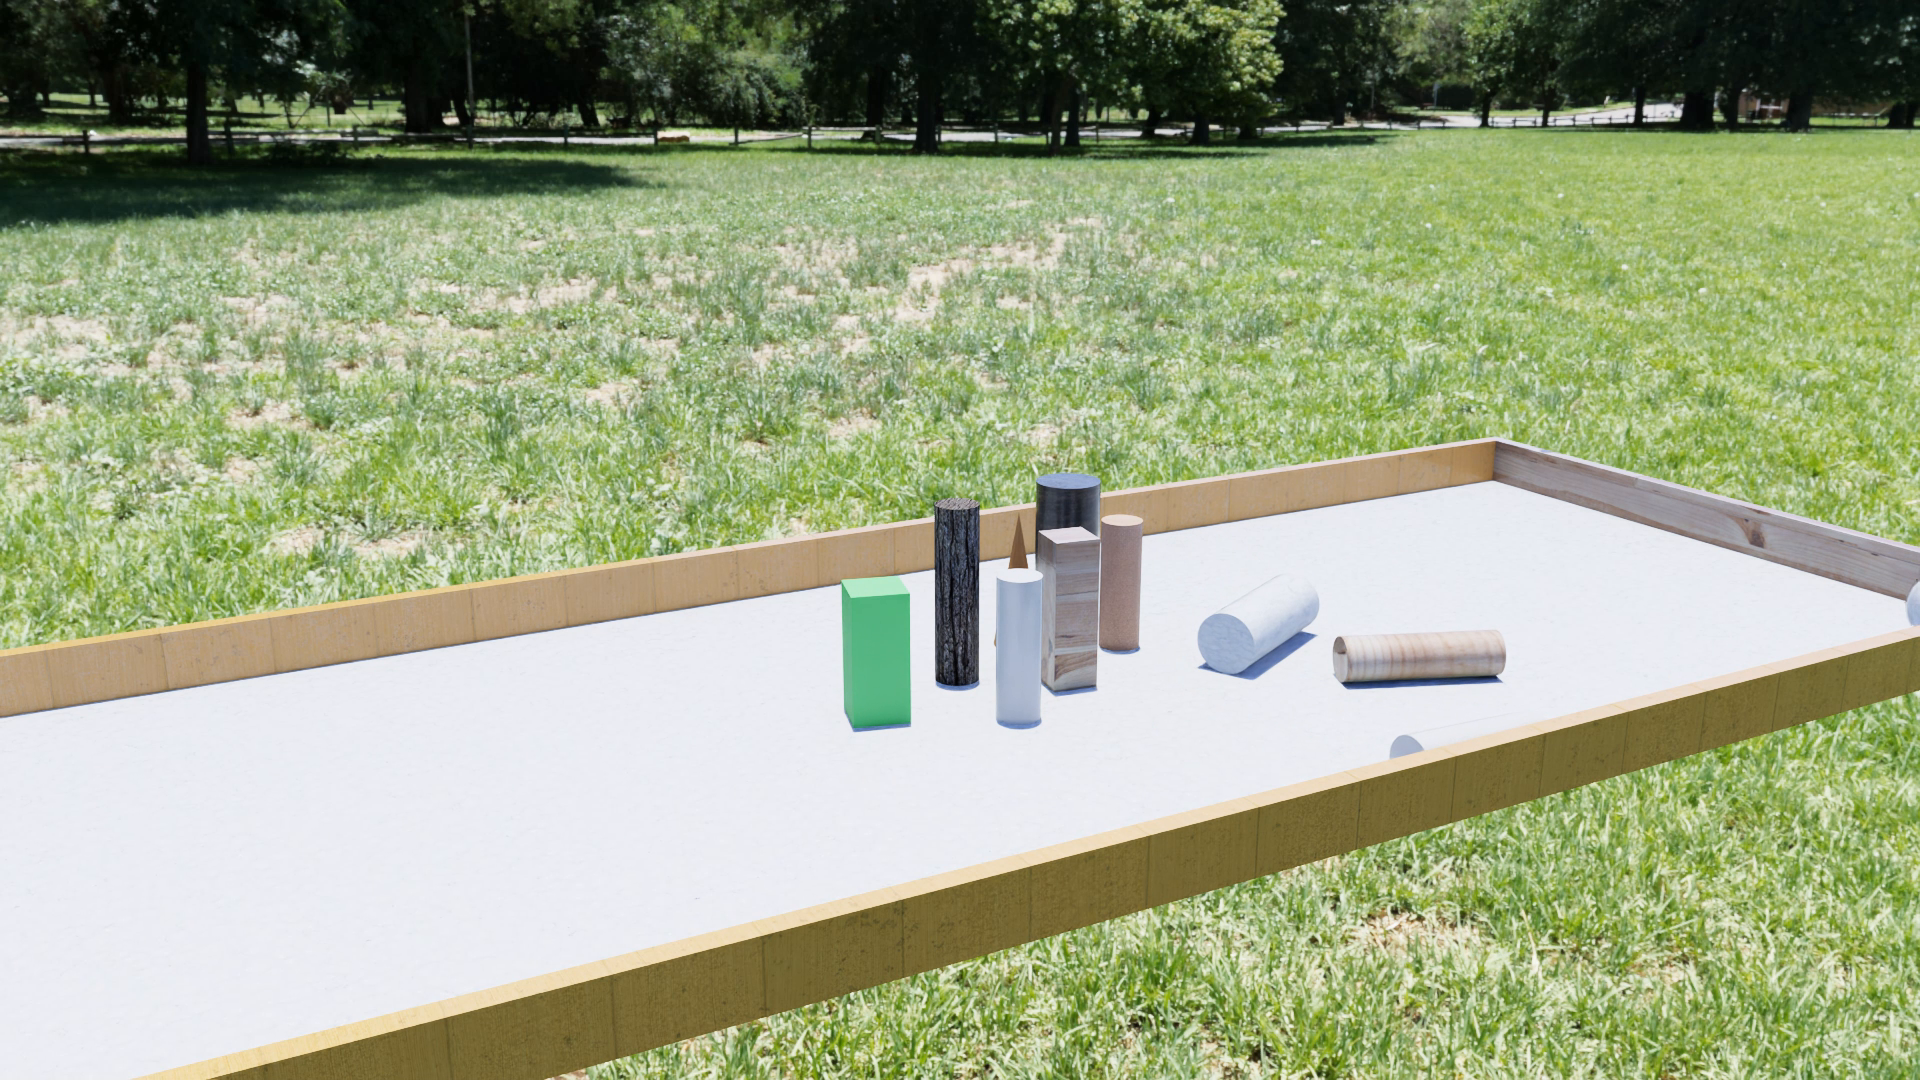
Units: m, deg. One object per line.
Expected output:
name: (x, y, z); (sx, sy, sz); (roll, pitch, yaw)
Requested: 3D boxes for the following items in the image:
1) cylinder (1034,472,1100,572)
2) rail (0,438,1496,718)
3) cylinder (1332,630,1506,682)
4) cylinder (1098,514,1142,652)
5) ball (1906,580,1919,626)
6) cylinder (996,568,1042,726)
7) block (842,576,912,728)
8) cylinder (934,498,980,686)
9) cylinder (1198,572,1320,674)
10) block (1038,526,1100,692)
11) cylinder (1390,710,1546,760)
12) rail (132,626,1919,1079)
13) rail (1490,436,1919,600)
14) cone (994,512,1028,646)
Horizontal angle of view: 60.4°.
cylinder: (0.298, 0.024, 4.582); (0.178, 0.389, 0.178); (0, 16, 0)
rail: (-3.305, 0.497, 3.399); (12.000, 0.150, 0.050); (-9, 18, -27)
cylinder: (1.156, 0.292, 4.156); (0.409, 0.116, 0.116); (-2, 16, -7)
cylinder: (0.424, 0.113, 4.358); (0.108, 0.345, 0.108); (0, 16, 0)
ball: (2.629, 0.180, 4.372); (0.209, 0.209, 0.209); (0, 16, 0)
cylinder: (0.139, 0.251, 3.877); (0.108, 0.352, 0.108); (0, 16, 0)
block: (-0.198, 0.263, 3.890); (0.138, 0.322, 0.138); (-4, 17, -13)
cylinder: (-0.007, 0.130, 4.104); (0.112, 0.456, 0.112); (0, 16, 0)
cylinder: (0.790, 0.215, 4.341); (0.160, 0.160, 0.413); (11, 20, 33)
block: (0.267, 0.172, 4.090); (0.115, 0.384, 0.115); (-6, 17, -19)
cylinder: (1.105, 0.459, 3.554); (0.338, 0.135, 0.135); (-7, 18, -23)
rail: (-2.336, 1.006, 1.665); (12.000, 0.150, 0.050); (-9, 18, -27)
rail: (2.466, -0.048, 5.253); (0.050, 0.150, 2.100); (-9, 18, -27)
cone: (0.154, 0.102, 4.360); (0.129, 0.365, 0.129); (0, 16, 0)
